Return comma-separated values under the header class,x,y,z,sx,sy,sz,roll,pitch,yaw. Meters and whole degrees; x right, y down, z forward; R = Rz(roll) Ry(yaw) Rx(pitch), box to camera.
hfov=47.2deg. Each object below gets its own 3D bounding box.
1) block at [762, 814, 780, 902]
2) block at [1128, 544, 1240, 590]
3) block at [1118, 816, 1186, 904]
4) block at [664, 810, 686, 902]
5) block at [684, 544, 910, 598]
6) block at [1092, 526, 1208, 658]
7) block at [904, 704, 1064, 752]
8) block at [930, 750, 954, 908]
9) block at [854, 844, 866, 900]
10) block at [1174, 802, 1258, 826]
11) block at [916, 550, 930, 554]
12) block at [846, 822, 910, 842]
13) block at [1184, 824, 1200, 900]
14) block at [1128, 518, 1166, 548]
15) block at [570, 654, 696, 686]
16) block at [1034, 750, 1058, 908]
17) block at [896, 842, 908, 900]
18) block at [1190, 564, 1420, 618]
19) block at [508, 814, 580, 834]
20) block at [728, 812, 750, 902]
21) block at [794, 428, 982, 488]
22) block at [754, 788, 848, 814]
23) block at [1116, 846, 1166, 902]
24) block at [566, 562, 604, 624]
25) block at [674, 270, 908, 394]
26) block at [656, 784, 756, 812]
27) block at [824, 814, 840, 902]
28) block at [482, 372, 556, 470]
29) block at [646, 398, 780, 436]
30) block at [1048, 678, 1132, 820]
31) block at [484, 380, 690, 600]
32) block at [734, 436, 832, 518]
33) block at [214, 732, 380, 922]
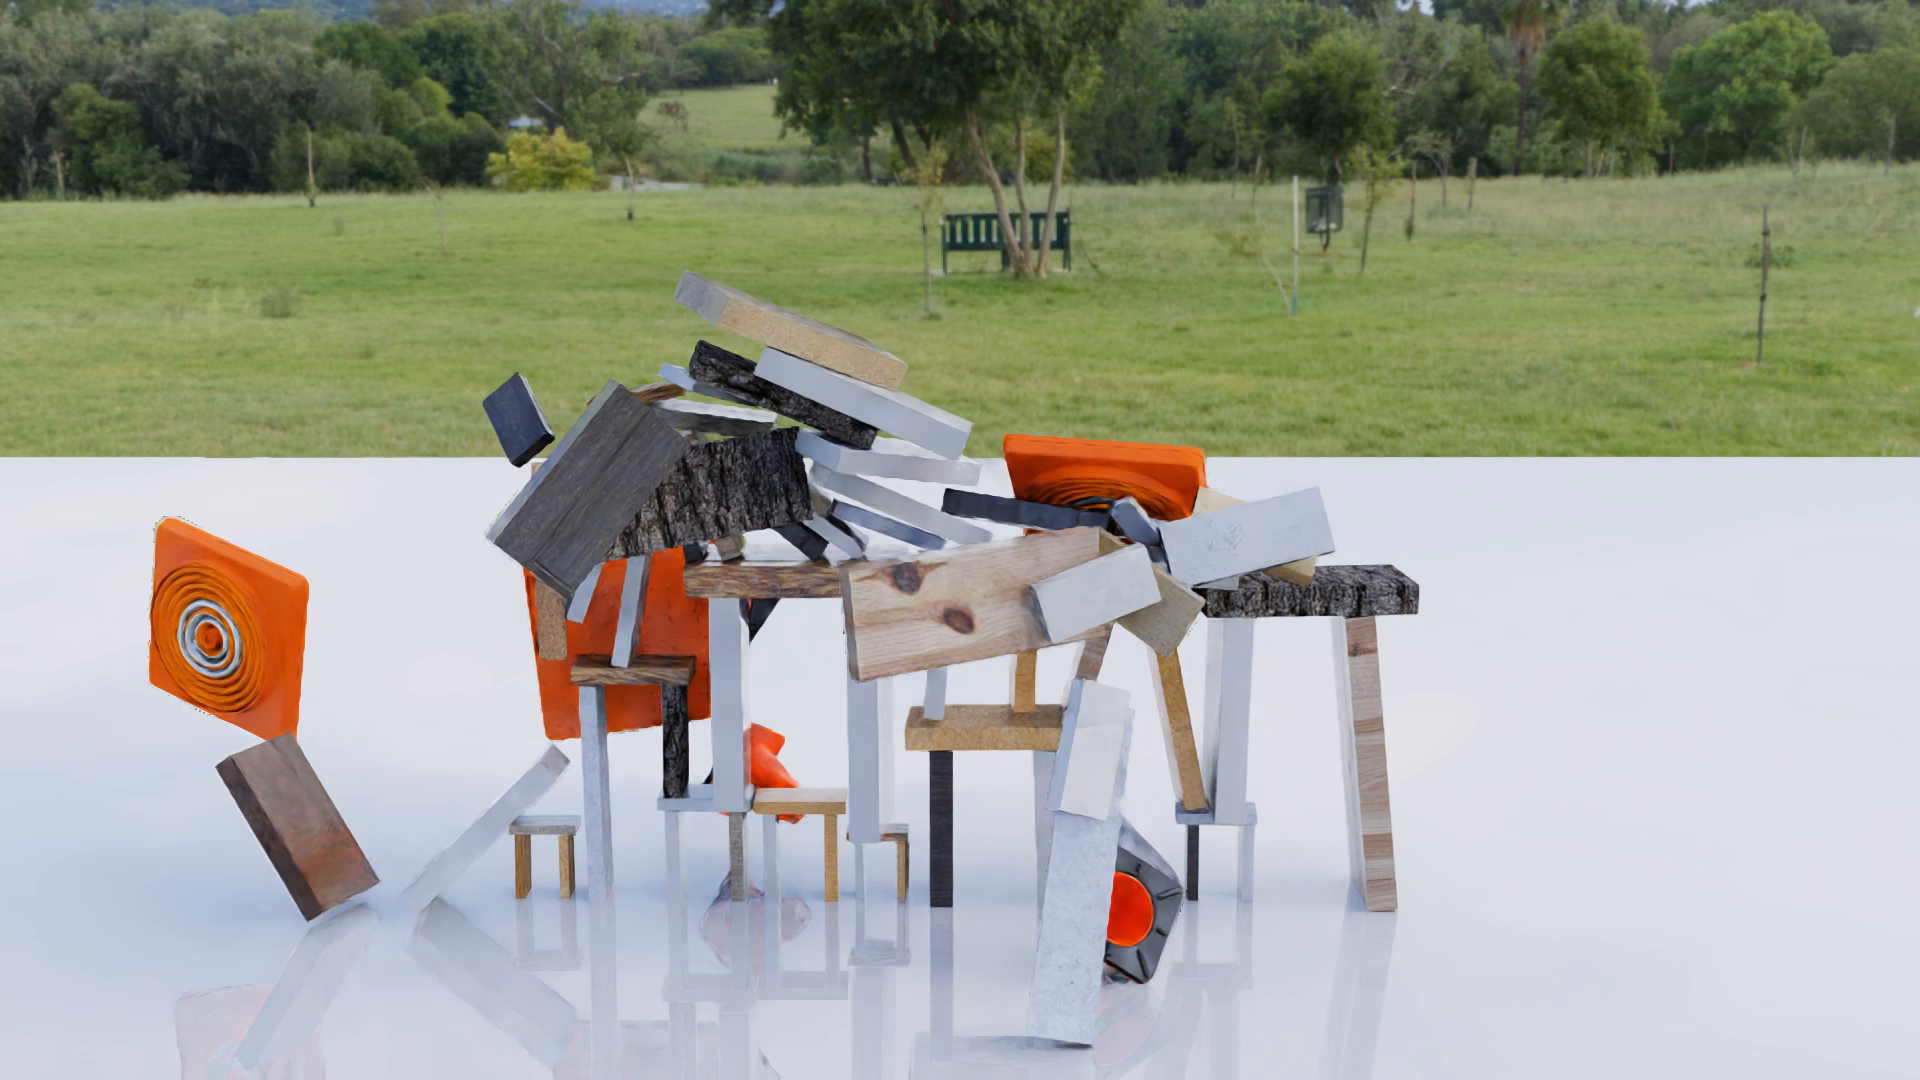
class,x,y,z,sx,sy,sz,roll,pitch,yaw
block,-0.312,0.517,3.653,0.021,0.150,0.075,0,11,0
block,0.319,0.040,3.515,0.247,0.035,0.124,5,12,4
block,0.306,0.522,3.628,0.023,0.161,0.081,-40,20,9
block,-0.473,0.513,3.654,0.022,0.155,0.077,-1,12,0
block,-0.260,0.049,3.555,0.350,0.050,0.175,0,12,1
block,0.267,0.079,3.403,0.208,0.104,0.029,35,17,16
block,0.049,0.307,3.599,0.269,0.038,0.135,-1,12,3
block,-0.031,0.457,3.647,0.038,0.269,0.135,0,11,0
block,-0.166,0.540,3.657,0.014,0.102,0.051,-1,11,2
block,0.423,0.452,3.635,0.132,0.019,0.066,0,11,3
block,0.046,0.030,3.575,0.228,0.032,0.114,-6,8,-3
block,-0.135,0.483,3.643,0.102,0.014,0.051,0,12,3
block,0.385,0.525,3.656,0.019,0.132,0.066,0,11,2
block,0.319,-0.011,3.526,0.094,0.047,0.013,14,46,11
block,-0.533,0.211,3.597,0.193,0.027,0.096,0,11,0
block,0.146,0.456,3.633,0.038,0.269,0.135,-1,13,4
block,-0.095,0.540,3.657,0.014,0.102,0.051,1,11,5
block,0.554,0.082,3.569,0.340,0.048,0.170,-1,11,-4
block,-0.689,0.473,3.649,0.111,0.016,0.055,0,11,-1
block,-0.367,0.513,3.654,0.022,0.155,0.077,0,12,1
block,-0.111,-0.129,3.439,0.264,0.037,0.132,5,13,-36
block,-0.262,0.432,3.637,0.150,0.021,0.075,0,11,0
block,0.279,0.523,3.652,0.023,0.161,0.081,-39,8,7
block,-0.586,0.027,3.504,0.027,0.190,0.095,17,19,-17
block,-0.258,-0.319,3.374,0.333,0.047,0.166,18,10,-35
block,-0.419,0.426,3.638,0.155,0.022,0.077,0,12,1
block,-0.212,0.517,3.653,0.021,0.150,0.075,0,11,0
block,-0.696,-0.189,3.465,0.022,0.077,0.153,43,11,-51
block,-0.400,-0.194,3.516,0.210,0.030,0.105,7,12,0
block,0.181,0.292,3.070,0.092,0.184,0.026,17,-9,-38
block,-0.544,-0.074,3.224,0.147,0.293,0.042,42,-9,-31
block,-0.287,-0.106,3.516,0.177,0.025,0.089,34,11,-15
block,-1.077,0.465,3.583,0.041,0.292,0.146,-33,-3,25
